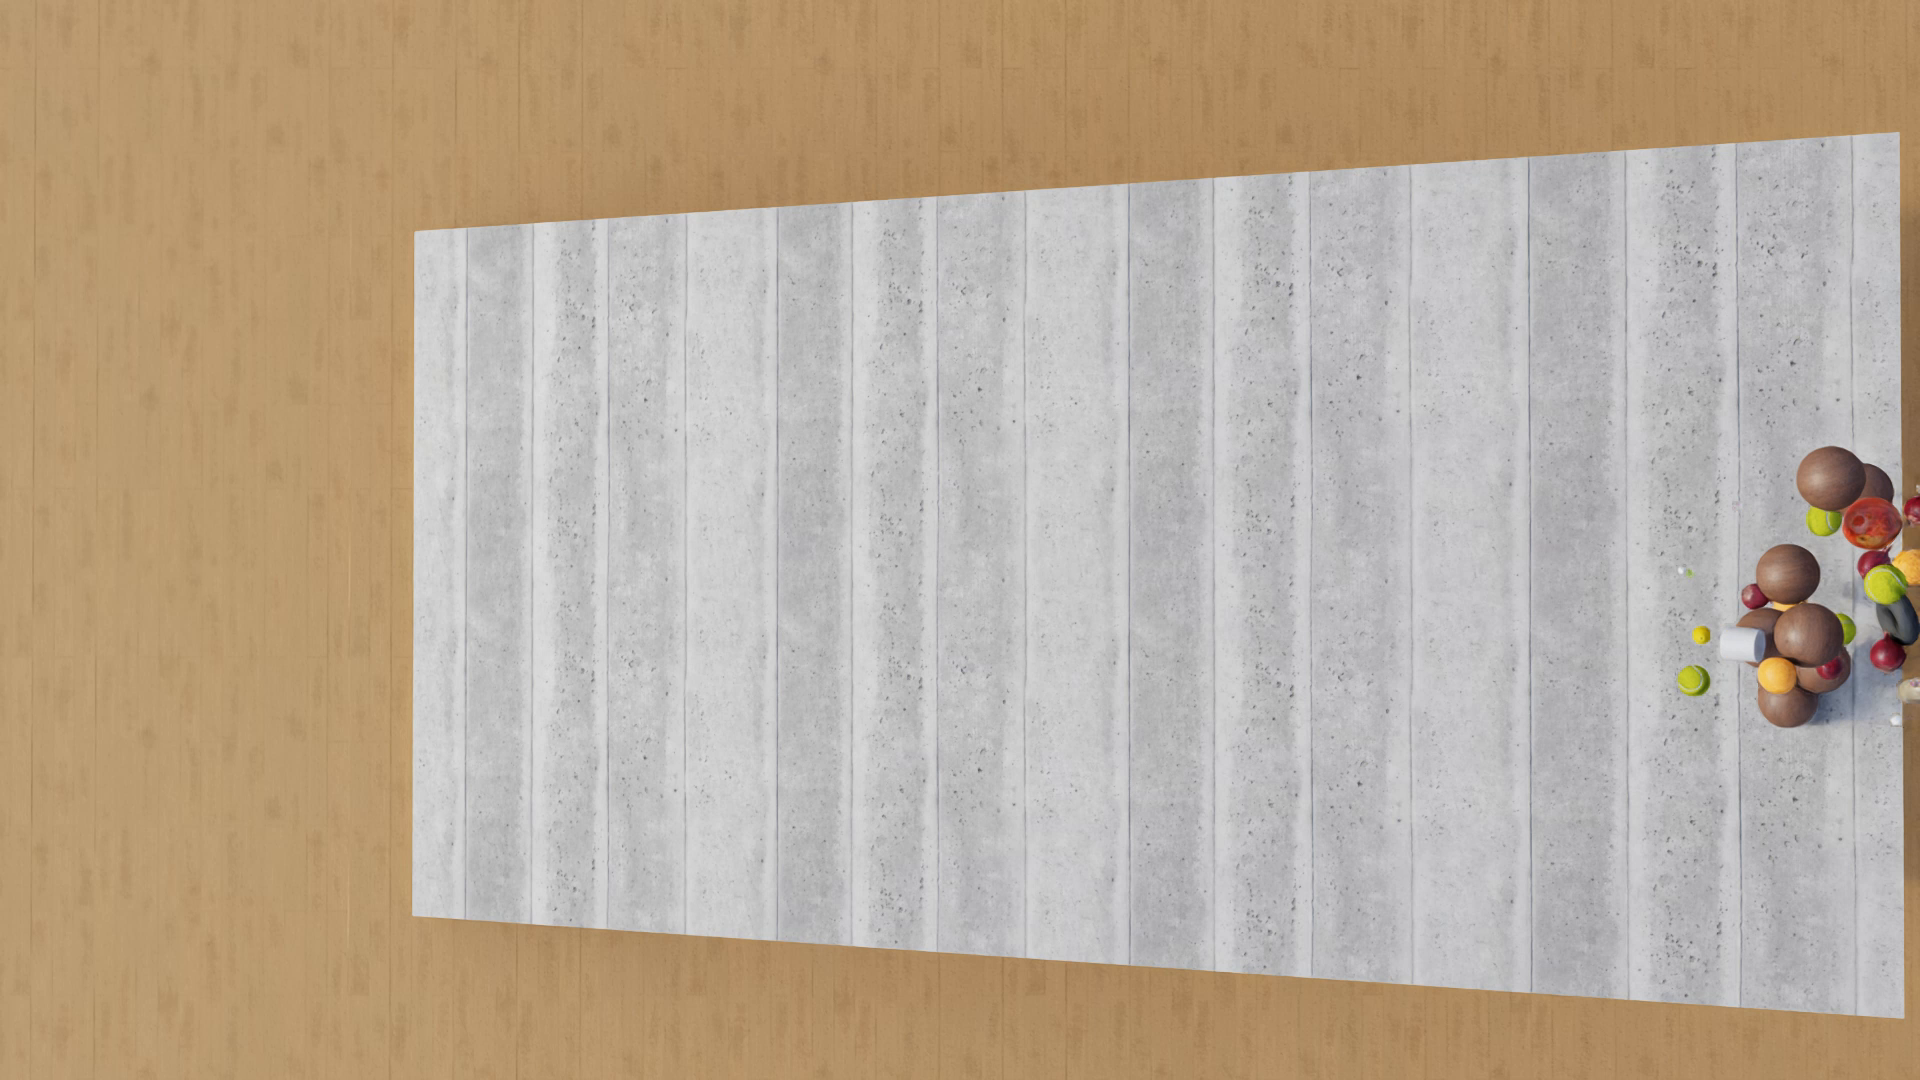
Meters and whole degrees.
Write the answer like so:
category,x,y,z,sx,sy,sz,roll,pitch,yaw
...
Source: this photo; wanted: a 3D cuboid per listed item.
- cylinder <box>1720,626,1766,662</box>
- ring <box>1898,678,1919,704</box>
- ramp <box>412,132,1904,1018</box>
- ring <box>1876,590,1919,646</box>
category,x,y,z,sx,sy,sz,roll,pitch,yaw
cylinder,1.611,0.214,4.524,0.069,0.069,0.069,5,89,39
ring,1.911,0.296,4.326,0.123,0.123,0.041,0,76,0
ramp,0.282,0.087,5.740,4.000,0.100,2.000,0,89,21
ring,1.691,0.140,3.968,0.036,0.108,0.108,-19,89,-2
